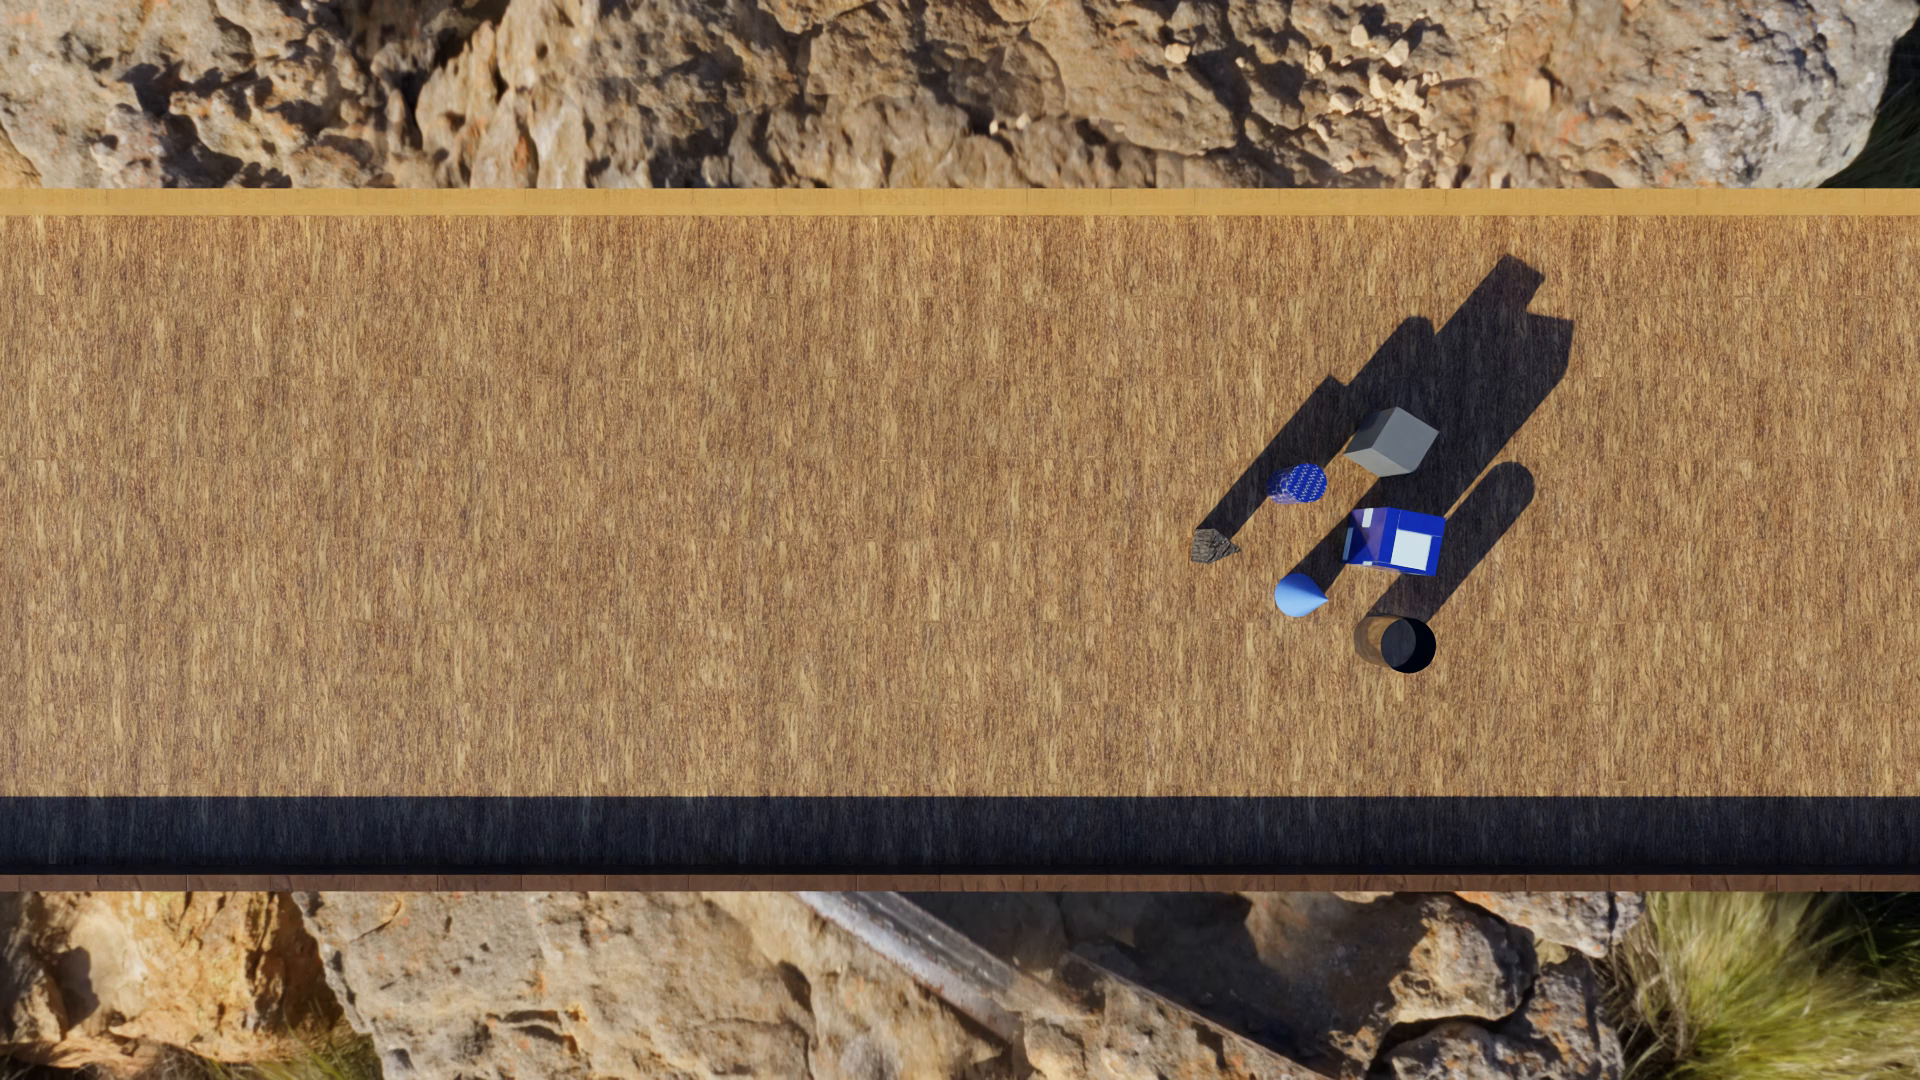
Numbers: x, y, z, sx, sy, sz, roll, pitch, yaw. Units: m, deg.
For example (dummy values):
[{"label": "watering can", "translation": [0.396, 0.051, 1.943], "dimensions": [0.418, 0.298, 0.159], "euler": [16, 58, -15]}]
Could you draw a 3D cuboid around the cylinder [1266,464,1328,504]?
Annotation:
[{"label": "cylinder", "translation": [0.999, -0.164, 4.910], "dimensions": [0.113, 0.333, 0.113], "euler": [0, 90, 0]}]

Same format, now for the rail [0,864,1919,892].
[{"label": "rail", "translation": [-2.247, 1.025, 5.001], "dimensions": [12.000, 0.150, 0.050], "euler": [0, 90, 0]}]

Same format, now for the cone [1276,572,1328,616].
[{"label": "cone", "translation": [1.037, 0.169, 4.857], "dimensions": [0.136, 0.439, 0.136], "euler": [0, 90, 0]}]

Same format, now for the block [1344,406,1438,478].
[{"label": "block", "translation": [1.275, -0.287, 4.899], "dimensions": [0.141, 0.355, 0.141], "euler": [32, 90, 0]}]

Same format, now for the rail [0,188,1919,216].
[{"label": "rail", "translation": [-2.247, -1.025, 5.002], "dimensions": [12.000, 0.150, 0.050], "euler": [0, 90, 0]}]

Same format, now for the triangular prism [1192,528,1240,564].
[{"label": "triangular prism", "translation": [0.743, 0.007, 4.908], "dimensions": [0.102, 0.337, 0.089], "euler": [-22, 90, 0]}]

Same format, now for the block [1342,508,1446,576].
[{"label": "block", "translation": [1.272, 0.005, 4.860], "dimensions": [0.167, 0.432, 0.167], "euler": [11, 90, 0]}]

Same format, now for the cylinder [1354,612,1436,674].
[{"label": "cylinder", "translation": [1.291, 0.304, 4.912], "dimensions": [0.161, 0.329, 0.161], "euler": [0, 90, 0]}]
